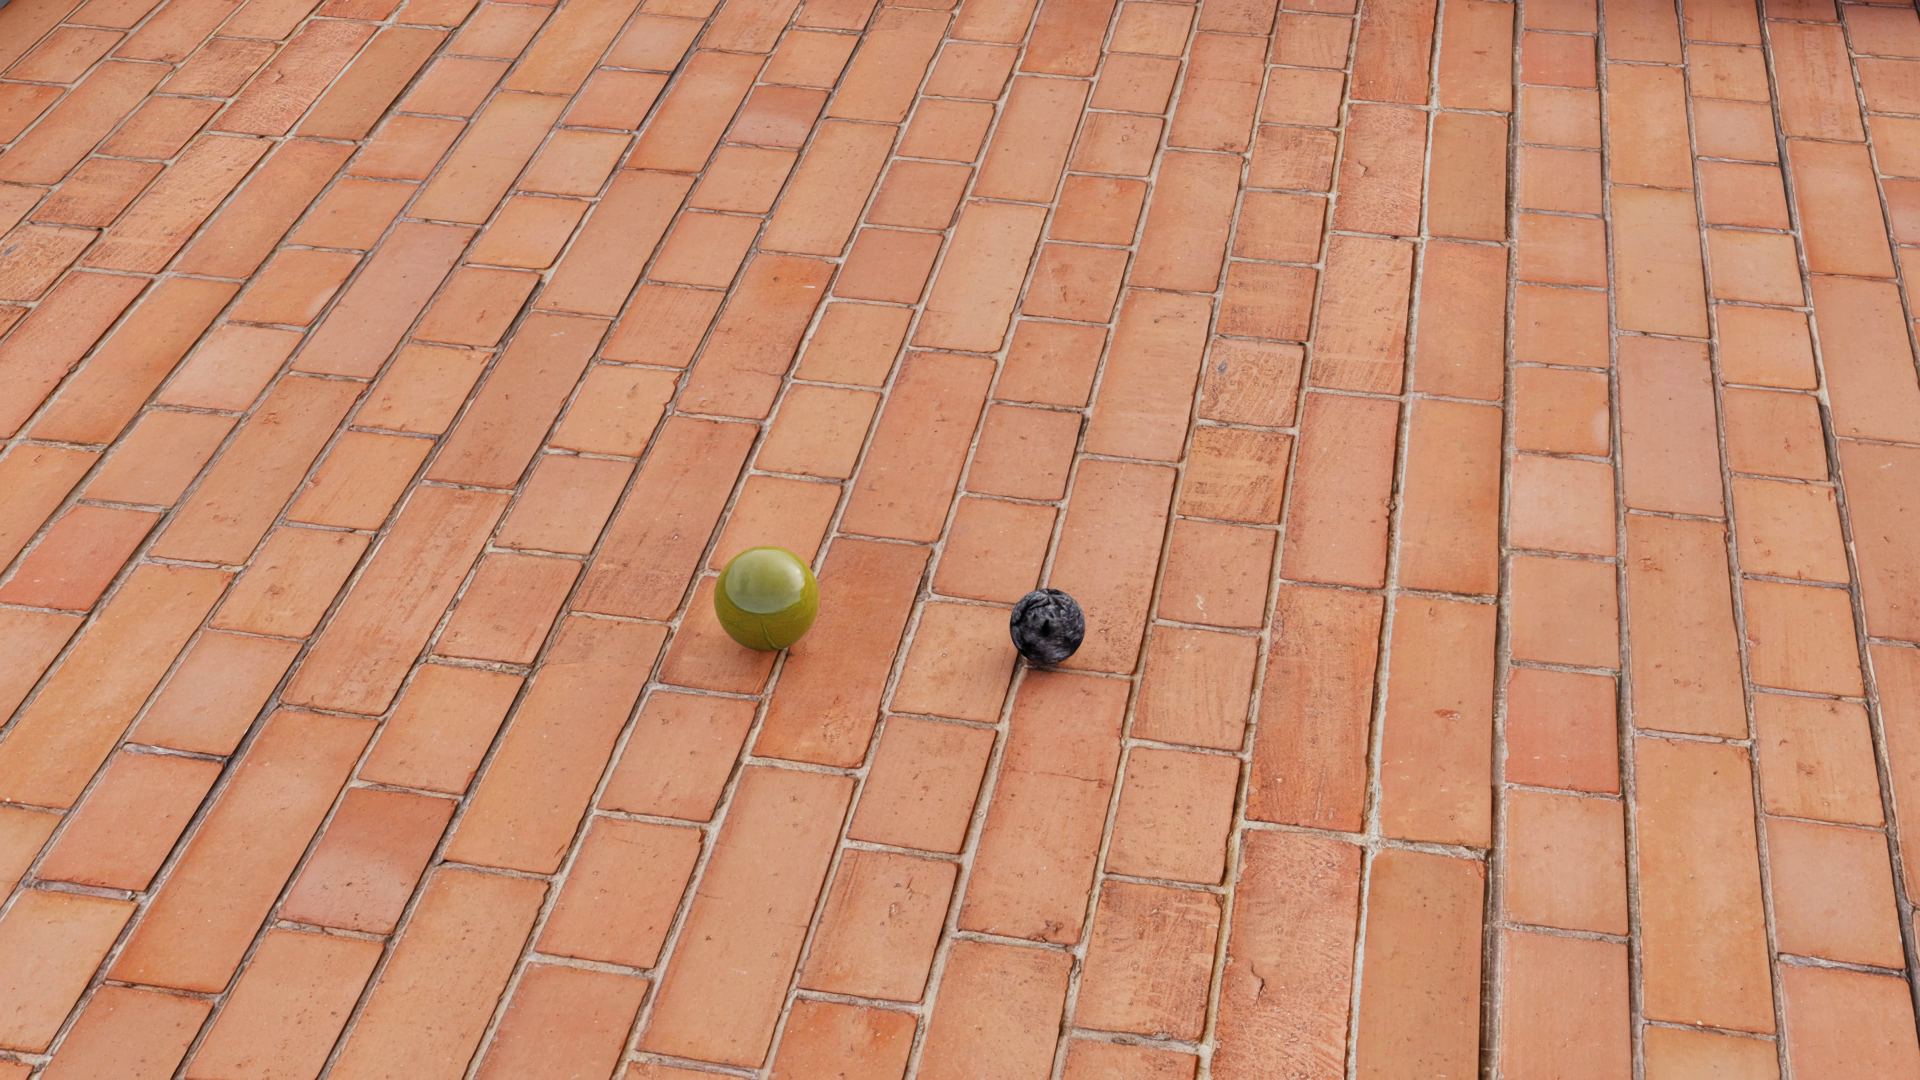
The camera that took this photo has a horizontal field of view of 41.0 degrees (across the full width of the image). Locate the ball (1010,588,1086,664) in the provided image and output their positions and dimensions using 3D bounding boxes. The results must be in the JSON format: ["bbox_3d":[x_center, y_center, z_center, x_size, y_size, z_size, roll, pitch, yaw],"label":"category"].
[{"bbox_3d":[0.056,0.056,1.657,0.049,0.049,0.049,0,35,0],"label":"ball"}]

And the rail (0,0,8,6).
[{"bbox_3d":[-1.054,-0.142,1.868,0.045,0.124,2.303,6,36,9],"label":"rail"}]

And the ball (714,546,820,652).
[{"bbox_3d":[-0.125,0.038,1.665,0.069,0.069,0.069,0,35,0],"label":"ball"}]
